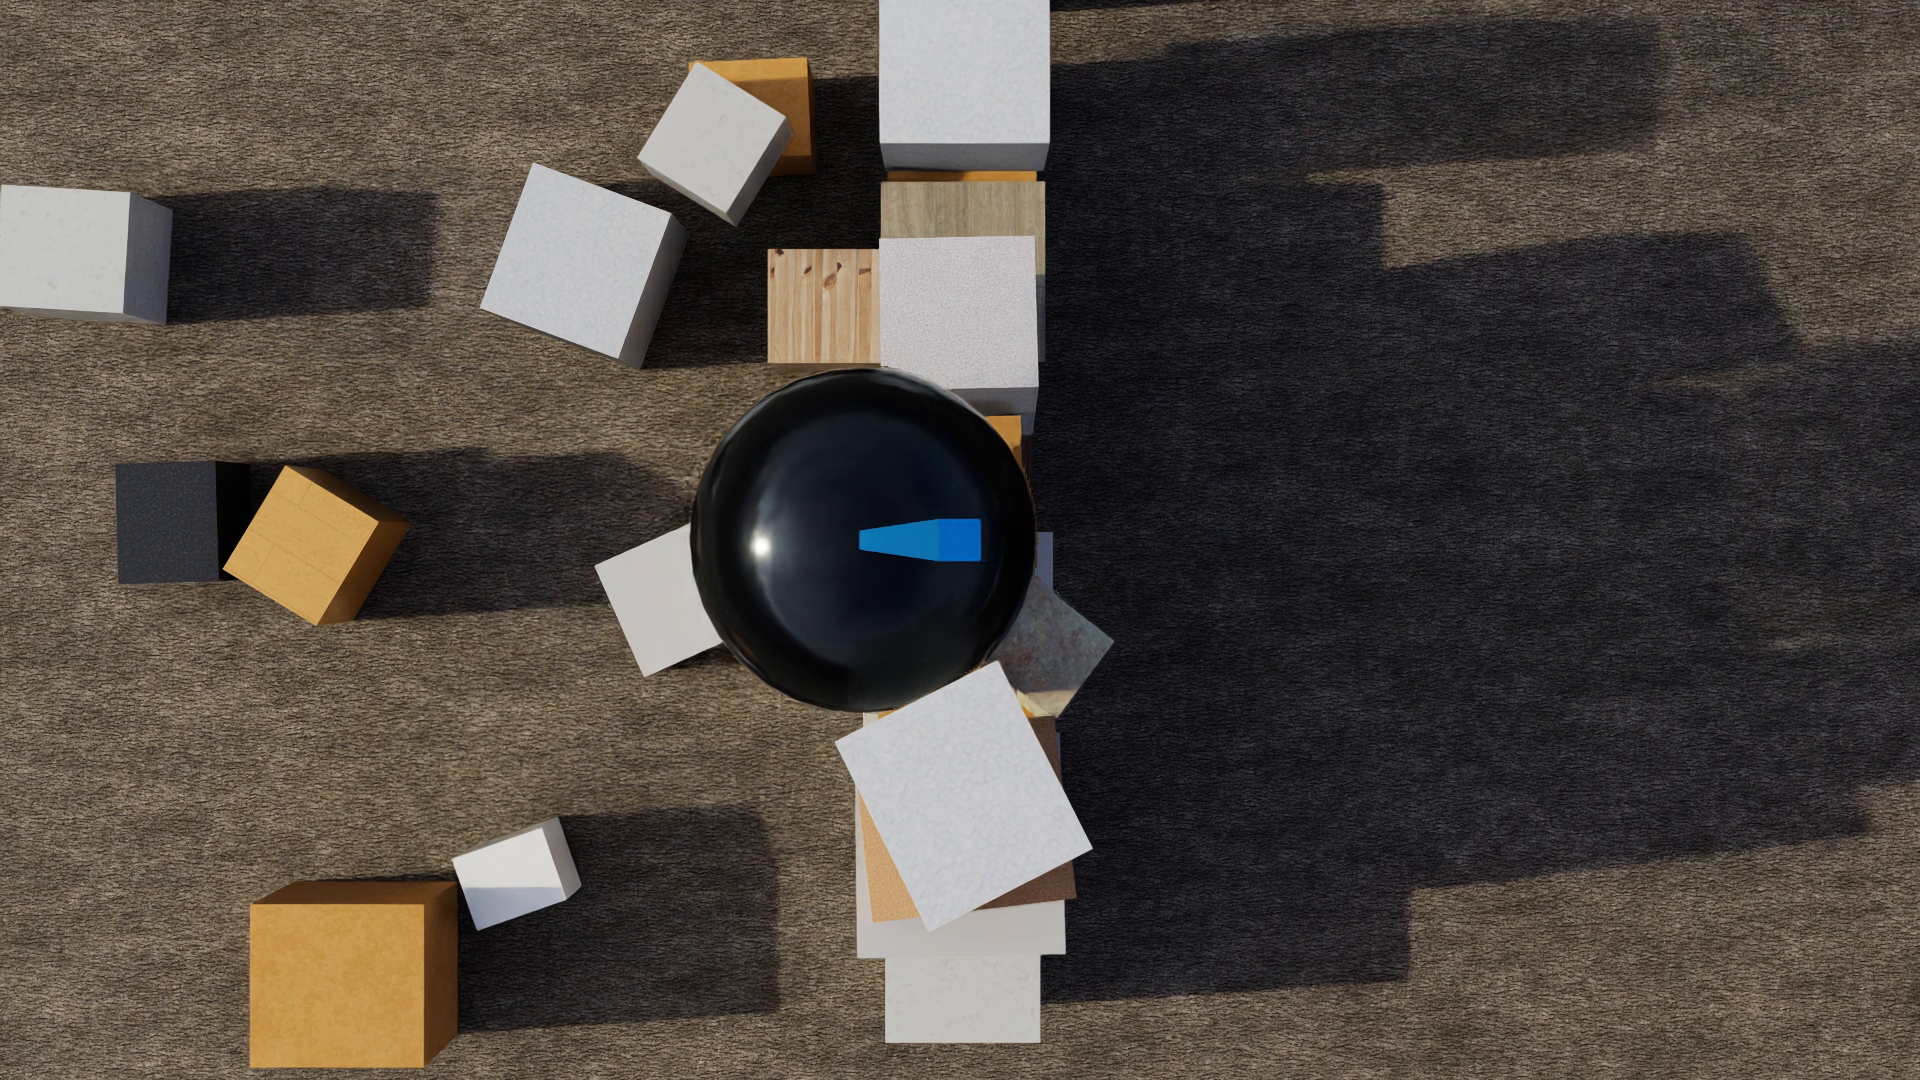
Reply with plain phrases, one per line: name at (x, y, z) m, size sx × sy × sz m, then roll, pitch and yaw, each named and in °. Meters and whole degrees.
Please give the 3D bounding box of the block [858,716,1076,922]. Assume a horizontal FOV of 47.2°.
block at (0.016, 1.352, 10.599) m, size 0.948 × 0.806 × 0.851 m, roll -7°, pitch 81°, yaw -1°

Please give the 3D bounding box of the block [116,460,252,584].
block at (-4.470, -0.099, 12.698) m, size 0.565 × 0.605 × 0.681 m, roll -2°, pitch 90°, yaw 0°

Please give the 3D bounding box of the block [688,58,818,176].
block at (-1.181, -2.422, 12.678) m, size 0.664 × 0.645 × 0.550 m, roll -3°, pitch 90°, yaw 0°

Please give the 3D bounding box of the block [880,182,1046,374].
block at (0.017, -1.479, 12.563) m, size 0.906 × 0.873 × 0.995 m, roll 0°, pitch 90°, yaw 0°

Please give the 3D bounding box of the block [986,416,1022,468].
block at (-0.048, -0.249, 11.600) m, size 0.726 × 0.843 × 0.689 m, roll -1°, pitch 85°, yaw 0°

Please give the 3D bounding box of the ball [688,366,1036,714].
ball at (-0.446, 0.000, 10.145) m, size 1.600 × 1.600 × 1.600 m, roll 0°, pitch 90°, yaw 0°

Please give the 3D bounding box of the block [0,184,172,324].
block at (-5.034, -1.632, 12.665) m, size 0.723 × 0.670 × 0.679 m, roll 3°, pitch 90°, yaw 0°

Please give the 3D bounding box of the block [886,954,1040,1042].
block at (0.016, 2.310, 12.523) m, size 0.847 × 0.954 × 0.887 m, roll 0°, pitch 90°, yaw 0°

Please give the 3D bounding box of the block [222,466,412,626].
block at (-3.676, 0.031, 12.631) m, size 0.610 × 0.737 × 0.677 m, roll 31°, pitch 90°, yaw 0°

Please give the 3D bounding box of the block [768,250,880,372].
block at (-0.758, -1.314, 12.675) m, size 0.643 × 0.650 × 0.639 m, roll 0°, pitch 90°, yaw 0°

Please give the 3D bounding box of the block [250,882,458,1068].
block at (-3.453, 2.471, 12.593) m, size 0.964 × 0.814 × 0.904 m, roll 0°, pitch 90°, yaw 0°

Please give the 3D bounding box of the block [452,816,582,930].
block at (-2.561, 1.928, 12.747) m, size 0.541 × 0.506 × 0.433 m, roll -19°, pitch 90°, yaw 0°

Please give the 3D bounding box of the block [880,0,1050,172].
block at (0.025, -2.446, 11.868) m, size 0.886 × 0.870 × 0.766 m, roll 0°, pitch 90°, yaw 0°

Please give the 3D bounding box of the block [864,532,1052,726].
block at (-0.010, 0.498, 12.503) m, size 1.034 × 0.995 × 1.081 m, roll 0°, pitch 90°, yaw 0°

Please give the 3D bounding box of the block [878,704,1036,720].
block at (-0.023, 0.560, 11.571) m, size 0.801 × 0.816 × 0.911 m, roll -1°, pitch 87°, yaw 0°

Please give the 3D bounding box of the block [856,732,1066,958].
block at (-0.006, 1.605, 11.527) m, size 1.033 × 1.106 × 1.096 m, roll -1°, pitch 81°, yaw 0°

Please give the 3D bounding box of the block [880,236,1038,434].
block at (-0.008, -1.052, 11.571) m, size 0.789 × 0.970 × 0.796 m, roll -1°, pitch 78°, yaw 0°

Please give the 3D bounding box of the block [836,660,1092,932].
block at (0.012, 1.147, 9.739) m, size 0.772 × 0.957 × 0.889 m, roll -26°, pitch 82°, yaw -4°

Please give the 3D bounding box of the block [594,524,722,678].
block at (-1.627, 0.330, 12.670) m, size 0.626 × 0.660 × 0.686 m, roll -24°, pitch 90°, yaw 0°

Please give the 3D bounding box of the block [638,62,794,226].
block at (-1.335, -2.163, 12.081) m, size 0.563 × 0.548 × 0.610 m, roll 32°, pitch 90°, yaw 0°

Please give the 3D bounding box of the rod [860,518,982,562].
rod at (-0.193, 0.000, 6.754) m, size 0.080 × 5.200 × 0.080 m, roll 0°, pitch 90°, yaw -4°

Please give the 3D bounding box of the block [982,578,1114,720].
block at (0.344, 0.517, 10.884) m, size 0.576 × 0.543 × 0.476 m, roll 38°, pitch 82°, yaw -4°

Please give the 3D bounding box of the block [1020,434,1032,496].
block at (-0.003, -0.513, 12.525) m, size 0.795 × 0.951 × 0.920 m, roll 0°, pitch 90°, yaw 0°

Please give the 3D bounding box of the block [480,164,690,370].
block at (-2.126, -1.546, 12.582) m, size 0.814 × 0.837 × 0.858 m, roll 20°, pitch 90°, yaw 0°

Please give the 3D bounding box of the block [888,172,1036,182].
block at (0.012, -2.368, 12.651) m, size 0.833 × 0.697 × 0.762 m, roll 0°, pitch 90°, yaw 0°
